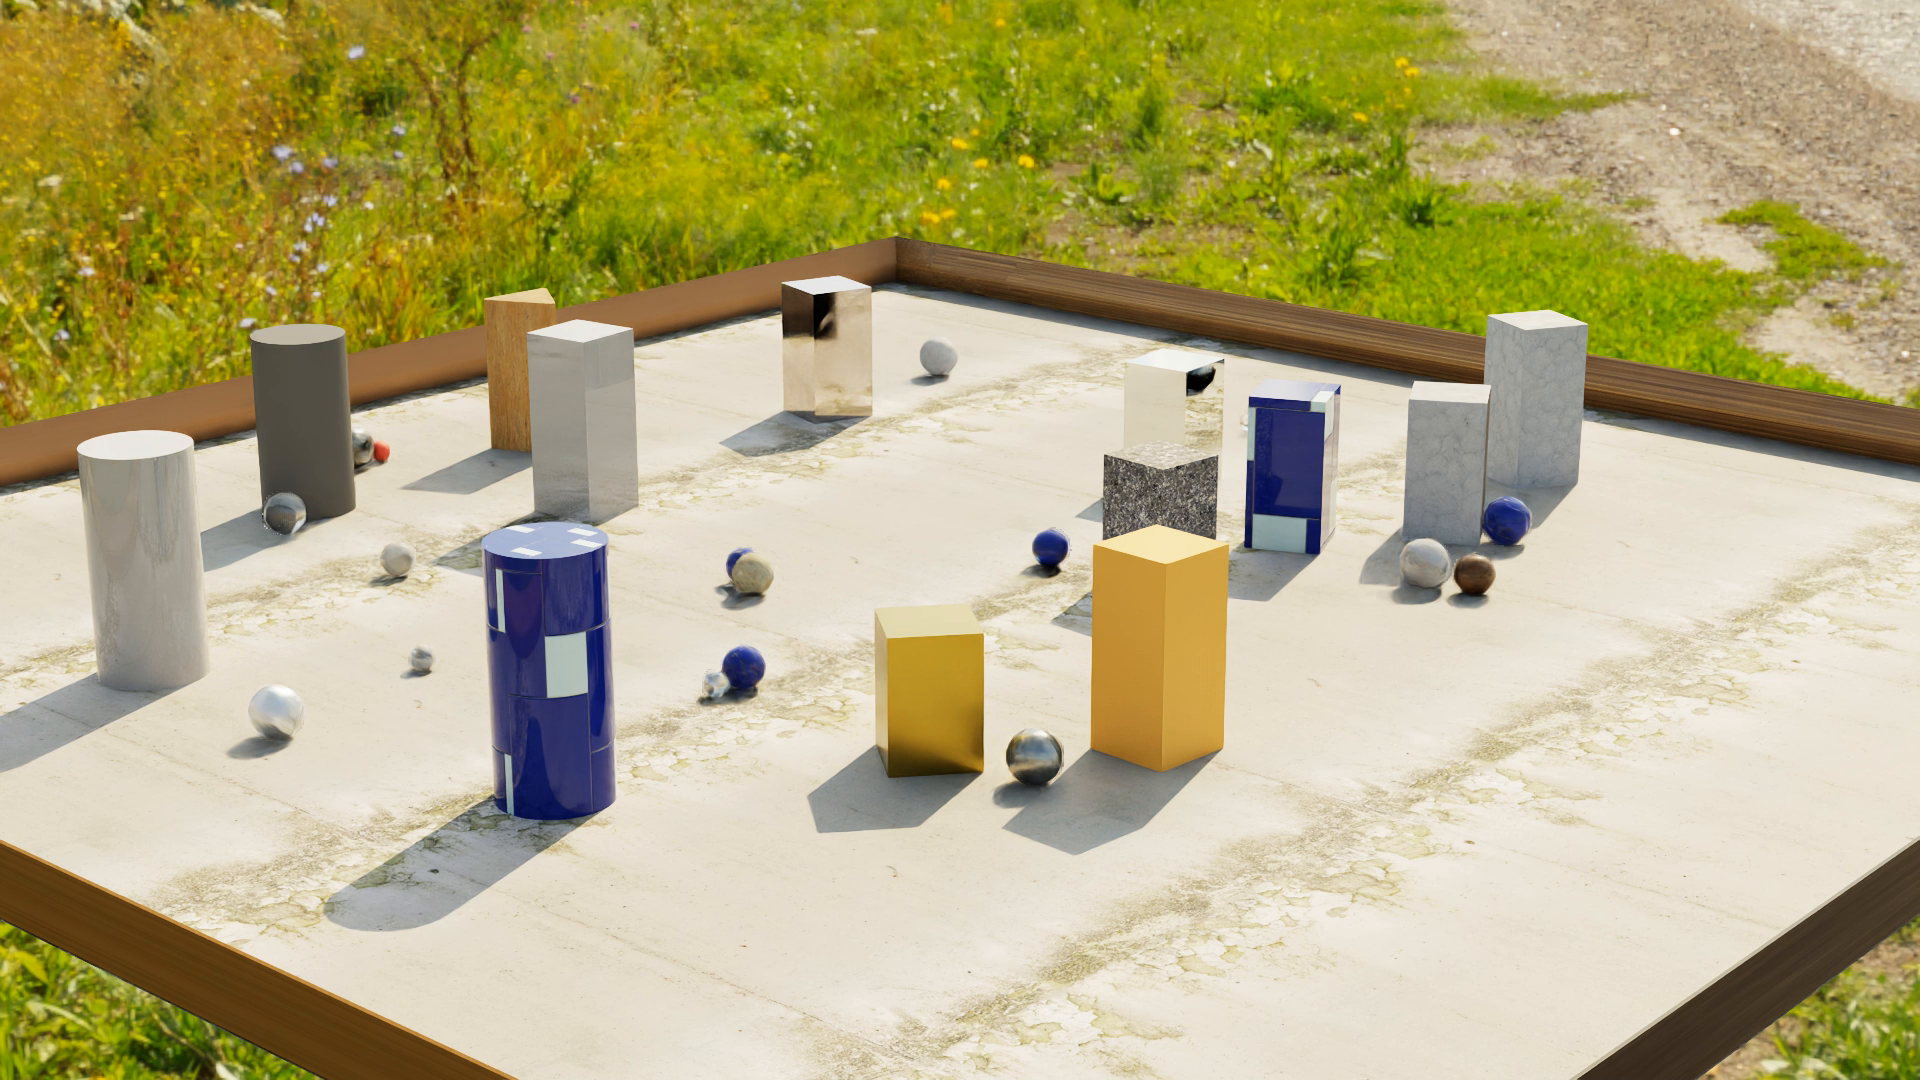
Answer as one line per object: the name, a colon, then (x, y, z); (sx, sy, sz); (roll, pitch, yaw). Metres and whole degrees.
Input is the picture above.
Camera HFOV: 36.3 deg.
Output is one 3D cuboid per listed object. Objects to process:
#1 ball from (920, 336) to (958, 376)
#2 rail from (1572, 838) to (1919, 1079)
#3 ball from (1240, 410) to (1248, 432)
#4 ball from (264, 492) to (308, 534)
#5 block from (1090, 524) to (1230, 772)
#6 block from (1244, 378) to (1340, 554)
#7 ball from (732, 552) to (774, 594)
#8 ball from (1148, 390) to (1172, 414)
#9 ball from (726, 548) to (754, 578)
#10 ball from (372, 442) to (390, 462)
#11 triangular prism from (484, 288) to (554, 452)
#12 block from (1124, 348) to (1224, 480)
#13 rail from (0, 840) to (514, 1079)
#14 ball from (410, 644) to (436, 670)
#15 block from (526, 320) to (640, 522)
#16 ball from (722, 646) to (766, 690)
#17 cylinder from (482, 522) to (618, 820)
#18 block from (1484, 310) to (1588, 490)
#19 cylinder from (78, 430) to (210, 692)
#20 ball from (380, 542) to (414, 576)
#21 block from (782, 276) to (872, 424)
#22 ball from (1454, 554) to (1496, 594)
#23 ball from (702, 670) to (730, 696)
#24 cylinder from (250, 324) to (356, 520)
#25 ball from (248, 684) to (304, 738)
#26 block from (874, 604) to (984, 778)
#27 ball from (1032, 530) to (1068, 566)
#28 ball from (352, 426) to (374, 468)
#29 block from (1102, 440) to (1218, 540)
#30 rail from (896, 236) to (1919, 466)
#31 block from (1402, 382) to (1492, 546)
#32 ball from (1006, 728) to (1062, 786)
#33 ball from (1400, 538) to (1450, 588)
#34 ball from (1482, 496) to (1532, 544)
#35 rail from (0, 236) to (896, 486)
ball: (-0.048, -0.416, 6.638); (0.087, 0.087, 0.087); (0, 17, 0)
rail: (1.380, 0.377, 3.976); (0.045, 0.115, 3.749); (14, 22, 39)
ball: (0.612, -0.250, 6.156); (0.050, 0.050, 0.050); (0, 17, 0)
ball: (-1.253, -0.049, 5.443); (0.079, 0.079, 0.079); (0, 17, 0)
block: (0.295, 0.159, 4.344); (0.141, 0.320, 0.141); (16, 23, 42)
block: (0.609, -0.136, 5.373); (0.141, 0.285, 0.141); (5, 18, 17)
ball: (-0.359, 0.059, 5.093); (0.073, 0.073, 0.073); (0, 17, 0)
ball: (0.430, -0.297, 6.312); (0.049, 0.049, 0.049); (0, 17, 0)
ball: (-0.381, 0.045, 5.157); (0.064, 0.064, 0.064); (0, 17, 0)
ball: (-1.174, -0.180, 5.940); (0.041, 0.041, 0.041); (0, 17, 0)
triangular prism: (-0.875, -0.351, 6.035); (0.153, 0.313, 0.132); (5, 17, 15)
block: (0.420, -0.234, 5.767); (0.141, 0.245, 0.141); (12, 21, 35)
rail: (-1.213, 0.435, 3.785); (3.701, 0.115, 0.045); (14, 22, 39)
ball: (-0.866, 0.189, 4.722); (0.042, 0.042, 0.042); (0, 17, 0)
block: (-0.715, -0.227, 5.567); (0.141, 0.348, 0.141); (11, 20, 33)
ball: (-0.342, 0.201, 4.635); (0.070, 0.070, 0.070); (0, 17, 0)
cylinder: (-0.579, 0.184, 4.148); (0.176, 0.384, 0.176); (0, 17, 0)
block: (1.129, -0.277, 5.779); (0.141, 0.321, 0.141); (-6, 18, -20)
cylinder: (-1.295, 0.032, 4.659); (0.176, 0.379, 0.176); (0, 17, 0)
ball: (-0.998, 0.033, 5.204); (0.060, 0.060, 0.060); (0, 17, 0)
block: (-0.284, -0.408, 6.278); (0.141, 0.281, 0.141); (-10, 20, -30)
ball: (0.895, 0.060, 5.097); (0.072, 0.072, 0.072); (0, 17, 0)
ball: (-0.383, 0.225, 4.603); (0.041, 0.041, 0.041); (0, 17, 0)
cylinder: (-1.247, -0.225, 5.569); (0.176, 0.341, 0.176); (0, 17, 0)
ball: (-1.032, 0.259, 4.422); (0.082, 0.082, 0.082); (0, 17, 0)
block: (-0.046, 0.221, 4.320); (0.141, 0.215, 0.141); (-3, 17, -9)
ball: (0.162, 0.015, 5.253); (0.067, 0.067, 0.067); (0, 17, 0)
ball: (-1.217, -0.186, 5.885); (0.084, 0.084, 0.084); (0, 17, 0)
block: (0.350, -0.037, 5.136); (0.141, 0.234, 0.141); (-15, 23, -41)
rail: (1.213, -0.377, 6.459); (3.701, 0.115, 0.045); (14, 22, 39)
block: (0.901, -0.143, 5.424); (0.141, 0.269, 0.141); (4, 17, 12)
ball: (0.107, 0.313, 4.241); (0.083, 0.083, 0.083); (0, 17, 0)
ball: (0.813, 0.041, 5.133); (0.087, 0.087, 0.087); (0, 17, 0)
ball: (1.004, -0.035, 5.382); (0.088, 0.088, 0.088); (0, 17, 0)
rail: (-1.380, -0.319, 6.268); (0.045, 0.115, 3.749); (14, 22, 39)
